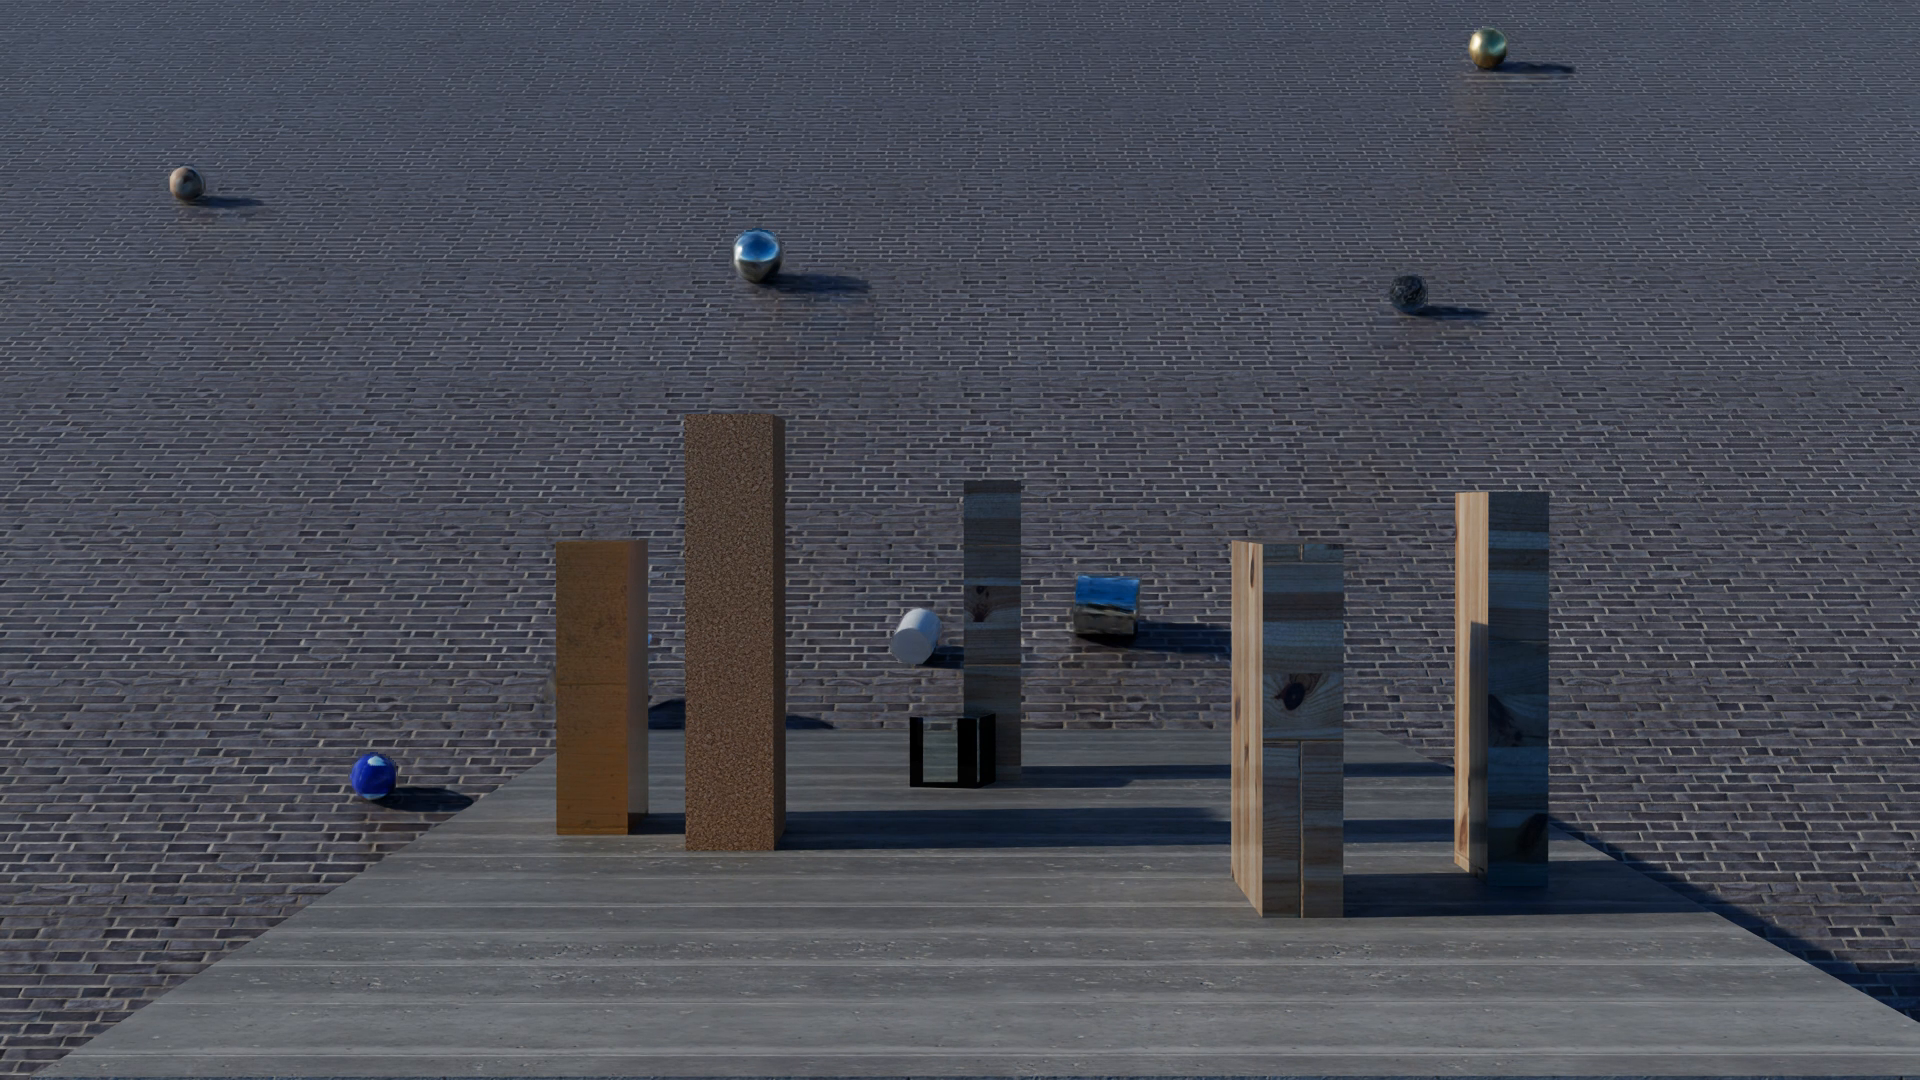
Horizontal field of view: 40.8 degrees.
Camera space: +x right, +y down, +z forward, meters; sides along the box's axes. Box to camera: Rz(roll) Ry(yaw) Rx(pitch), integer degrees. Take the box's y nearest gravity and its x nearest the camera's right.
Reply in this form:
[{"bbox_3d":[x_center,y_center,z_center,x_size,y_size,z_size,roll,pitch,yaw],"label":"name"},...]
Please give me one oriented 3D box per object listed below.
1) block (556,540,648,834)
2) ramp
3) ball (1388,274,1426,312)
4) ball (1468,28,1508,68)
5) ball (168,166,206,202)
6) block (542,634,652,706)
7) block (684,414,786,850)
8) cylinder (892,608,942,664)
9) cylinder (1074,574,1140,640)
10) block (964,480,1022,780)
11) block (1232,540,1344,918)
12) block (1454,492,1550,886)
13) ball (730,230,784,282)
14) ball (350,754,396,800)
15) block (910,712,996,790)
[{"bbox_3d":[-0.642,0.257,4.654,0.124,0.511,0.306,0,1,0],"label":"block"},{"bbox_3d":[0.063,0.563,4.601,2.000,0.100,4.000,0,1,0],"label":"ramp"},{"bbox_3d":[1.602,-0.882,9.251,0.134,0.134,0.134,0,28,0],"label":"ball"},{"bbox_3d":[2.415,-2.249,11.805,0.179,0.179,0.179,0,28,0],"label":"ball"},{"bbox_3d":[-3.068,-1.414,10.256,0.141,0.141,0.141,0,28,0],"label":"ball"},{"bbox_3d":[-0.949,0.333,6.757,0.194,0.194,0.194,25,47,-3],"label":"block"},{"bbox_3d":[-0.384,0.152,4.447,0.147,0.726,0.305,0,1,0],"label":"block"},{"bbox_3d":[-0.118,0.265,7.088,0.114,0.114,0.114,7,28,12],"label":"cylinder"},{"bbox_3d":[0.410,0.185,7.183,0.167,0.167,0.167,5,28,8],"label":"cylinder"},{"bbox_3d":[0.067,0.187,5.520,0.119,0.625,0.282,0,1,0],"label":"block"},{"bbox_3d":[0.477,0.263,3.796,0.113,0.520,0.406,0,1,0],"label":"block"},{"bbox_3d":[0.841,0.223,4.020,0.092,0.594,0.258,0,1,0],"label":"block"},{"bbox_3d":[-0.746,-1.041,9.492,0.191,0.191,0.191,0,28,0],"label":"ball"},{"bbox_3d":[-1.468,0.594,6.464,0.113,0.113,0.113,0,28,0],"label":"ball"},{"bbox_3d":[-0.014,0.431,5.315,0.143,0.143,0.143,0,1,16],"label":"block"}]
